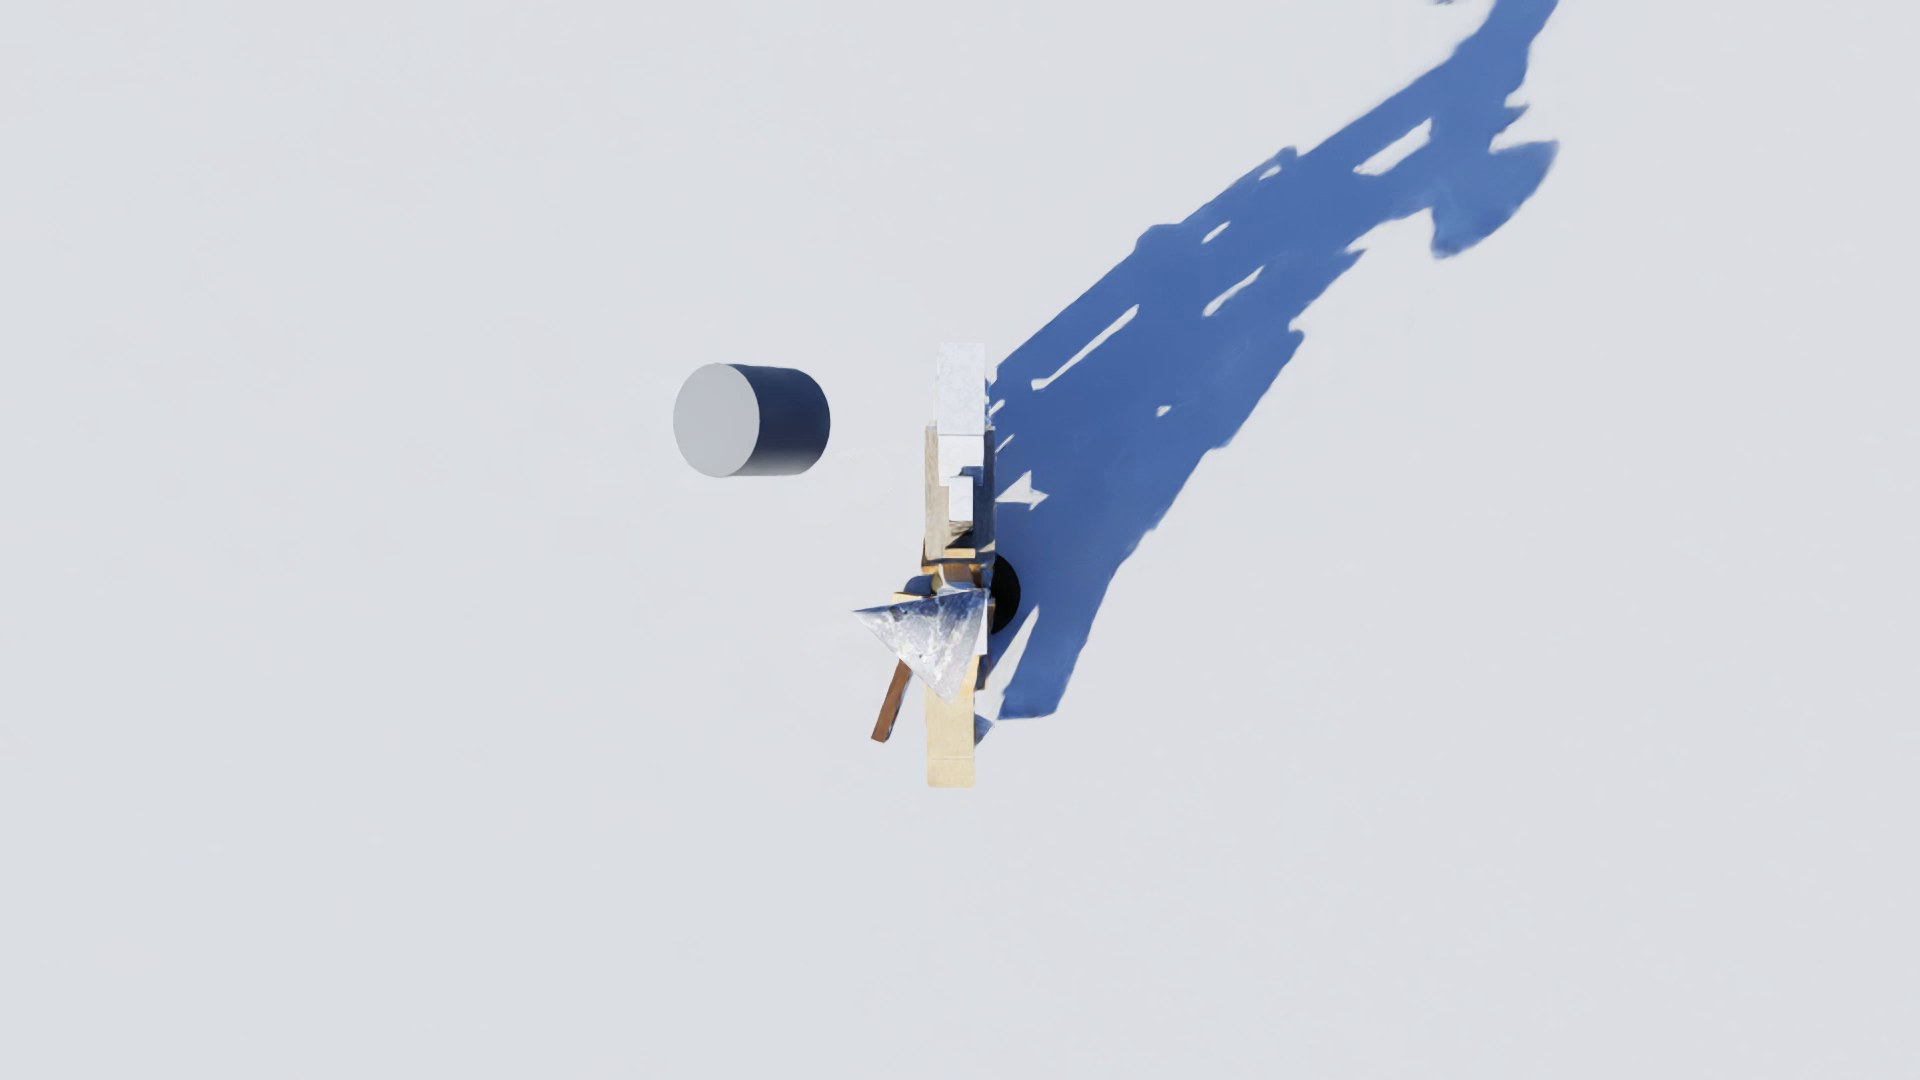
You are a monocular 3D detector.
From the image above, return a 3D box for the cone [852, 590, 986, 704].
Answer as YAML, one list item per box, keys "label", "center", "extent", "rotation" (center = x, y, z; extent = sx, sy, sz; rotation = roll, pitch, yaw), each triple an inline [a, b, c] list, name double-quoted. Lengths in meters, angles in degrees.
- label: "cone"
  center: [-0.129, 0.220, 4.081]
  extent: [0.299, 0.299, 0.299]
  rotation: [18, 90, -7]

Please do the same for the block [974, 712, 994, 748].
- label: "block"
  center: [0.030, 0.620, 5.300]
  extent: [0.087, 0.025, 0.174]
  rotation: [28, 135, -6]

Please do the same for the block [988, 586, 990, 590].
- label: "block"
  center: [0.053, 0.182, 5.222]
  extent: [0.072, 0.020, 0.143]
  rotation: [2, 126, -8]

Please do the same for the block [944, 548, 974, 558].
- label: "block"
  center: [-0.002, 0.032, 4.097]
  extent: [0.073, 0.147, 0.021]
  rotation: [0, 91, 0]

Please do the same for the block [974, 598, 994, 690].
- label: "block"
  center: [0.021, 0.319, 5.126]
  extent: [0.149, 0.042, 0.299]
  rotation: [4, 113, 0]

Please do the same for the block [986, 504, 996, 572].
- label: "block"
  center: [0.032, 0.004, 5.135]
  extent: [0.147, 0.293, 0.042]
  rotation: [-1, 49, -3]

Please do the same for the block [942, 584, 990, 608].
- label: "block"
  center: [0.011, 0.180, 4.862]
  extent: [0.140, 0.279, 0.040]
  rotation: [8, 79, -1]

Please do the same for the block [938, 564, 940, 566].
- label: "block"
  center: [0.002, -0.016, 5.006]
  extent: [0.147, 0.293, 0.042]
  rotation: [-1, 59, 0]

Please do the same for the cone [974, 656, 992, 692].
- label: "cone"
  center: [-0.016, 0.406, 5.379]
  extent: [0.242, 0.242, 0.242]
  rotation: [0, 90, 0]

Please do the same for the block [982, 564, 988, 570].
- label: "block"
  center: [0.041, 0.130, 5.207]
  extent: [0.072, 0.020, 0.143]
  rotation: [1, 126, -9]

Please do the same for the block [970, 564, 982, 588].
- label: "block"
  center: [0.031, 0.196, 5.104]
  extent: [0.059, 0.017, 0.347]
  rotation: [3, 113, 1]

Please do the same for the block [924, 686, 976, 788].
- label: "block"
  center: [-0.030, 0.601, 5.214]
  extent: [0.149, 0.042, 0.408]
  rotation: [1, 116, 4]

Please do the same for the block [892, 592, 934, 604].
- label: "block"
  center: [-0.101, 0.255, 5.417]
  extent: [0.266, 0.038, 0.133]
  rotation: [8, 99, 26]

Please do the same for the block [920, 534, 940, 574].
- label: "block"
  center: [-0.058, 0.011, 5.398]
  extent: [0.116, 0.033, 0.231]
  rotation: [-4, 45, 11]

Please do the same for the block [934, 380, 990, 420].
- label: "block"
  center: [0.004, -0.314, 4.946]
  extent: [0.165, 0.047, 0.330]
  rotation: [0, 90, 0]

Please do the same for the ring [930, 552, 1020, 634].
- label: "ring"
  center: [0.051, 0.176, 5.451]
  extent: [0.300, 0.100, 0.300]
  rotation: [0, 90, 1]

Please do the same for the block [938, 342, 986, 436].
- label: "block"
  center: [0.004, -0.358, 3.916]
  extent: [0.109, 0.031, 0.219]
  rotation: [1, 89, 0]

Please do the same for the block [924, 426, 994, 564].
- label: "block"
  center: [0.000, -0.114, 4.156]
  extent: [0.173, 0.049, 0.346]
  rotation: [0, 107, 0]

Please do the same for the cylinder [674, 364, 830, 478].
- label: "cylinder"
  center: [-0.470, -0.269, 3.734]
  extent: [0.251, 0.251, 0.251]
  rotation: [2, 93, 33]

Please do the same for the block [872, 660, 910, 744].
- label: "block"
  center: [-0.206, 0.481, 5.493]
  extent: [0.048, 0.014, 0.400]
  rotation: [20, 90, 0]

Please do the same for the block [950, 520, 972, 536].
- label: "block"
  center: [0.003, -0.042, 4.106]
  extent: [0.055, 0.110, 0.016]
  rotation: [-1, 61, 0]

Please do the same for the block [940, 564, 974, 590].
- label: "block"
  center: [-0.011, 0.082, 4.313]
  extent: [0.073, 0.147, 0.021]
  rotation: [1, 119, -7]

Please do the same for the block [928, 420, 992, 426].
- label: "block"
  center: [-0.001, -0.276, 4.439]
  extent: [0.173, 0.585, 0.049]
  rotation: [0, 99, 0]

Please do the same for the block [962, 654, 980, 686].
- label: "block"
  center: [-0.009, 0.319, 4.945]
  extent: [0.140, 0.040, 0.279]
  rotation: [7, 131, 1]

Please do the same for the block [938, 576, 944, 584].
- label: "block"
  center: [-0.020, 0.065, 5.389]
  extent: [0.133, 0.266, 0.038]
  rotation: [-24, 133, 0]

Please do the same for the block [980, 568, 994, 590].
- label: "block"
  center: [0.056, 0.144, 5.098]
  extent: [0.059, 0.017, 0.119]
  rotation: [19, 114, -6]

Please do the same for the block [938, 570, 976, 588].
- label: "block"
  center: [-0.007, 0.113, 4.653]
  extent: [0.073, 0.409, 0.021]
  rotation: [8, 84, 5]

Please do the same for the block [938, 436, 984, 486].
- label: "block"
  center: [0.003, -0.216, 4.024]
  extent: [0.109, 0.219, 0.031]
  rotation: [-1, 49, 0]

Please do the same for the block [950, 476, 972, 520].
- label: "block"
  center: [0.003, -0.102, 4.035]
  extent: [0.055, 0.016, 0.110]
  rotation: [0, 105, 0]

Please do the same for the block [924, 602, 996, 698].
- label: "block"
  center: [-0.002, 0.320, 5.055]
  extent: [0.149, 0.042, 0.299]
  rotation: [15, 102, -2]

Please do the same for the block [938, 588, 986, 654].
- label: "block"
  center: [0.007, 0.237, 4.762]
  extent: [0.140, 0.279, 0.040]
  rotation: [0, 53, 1]
